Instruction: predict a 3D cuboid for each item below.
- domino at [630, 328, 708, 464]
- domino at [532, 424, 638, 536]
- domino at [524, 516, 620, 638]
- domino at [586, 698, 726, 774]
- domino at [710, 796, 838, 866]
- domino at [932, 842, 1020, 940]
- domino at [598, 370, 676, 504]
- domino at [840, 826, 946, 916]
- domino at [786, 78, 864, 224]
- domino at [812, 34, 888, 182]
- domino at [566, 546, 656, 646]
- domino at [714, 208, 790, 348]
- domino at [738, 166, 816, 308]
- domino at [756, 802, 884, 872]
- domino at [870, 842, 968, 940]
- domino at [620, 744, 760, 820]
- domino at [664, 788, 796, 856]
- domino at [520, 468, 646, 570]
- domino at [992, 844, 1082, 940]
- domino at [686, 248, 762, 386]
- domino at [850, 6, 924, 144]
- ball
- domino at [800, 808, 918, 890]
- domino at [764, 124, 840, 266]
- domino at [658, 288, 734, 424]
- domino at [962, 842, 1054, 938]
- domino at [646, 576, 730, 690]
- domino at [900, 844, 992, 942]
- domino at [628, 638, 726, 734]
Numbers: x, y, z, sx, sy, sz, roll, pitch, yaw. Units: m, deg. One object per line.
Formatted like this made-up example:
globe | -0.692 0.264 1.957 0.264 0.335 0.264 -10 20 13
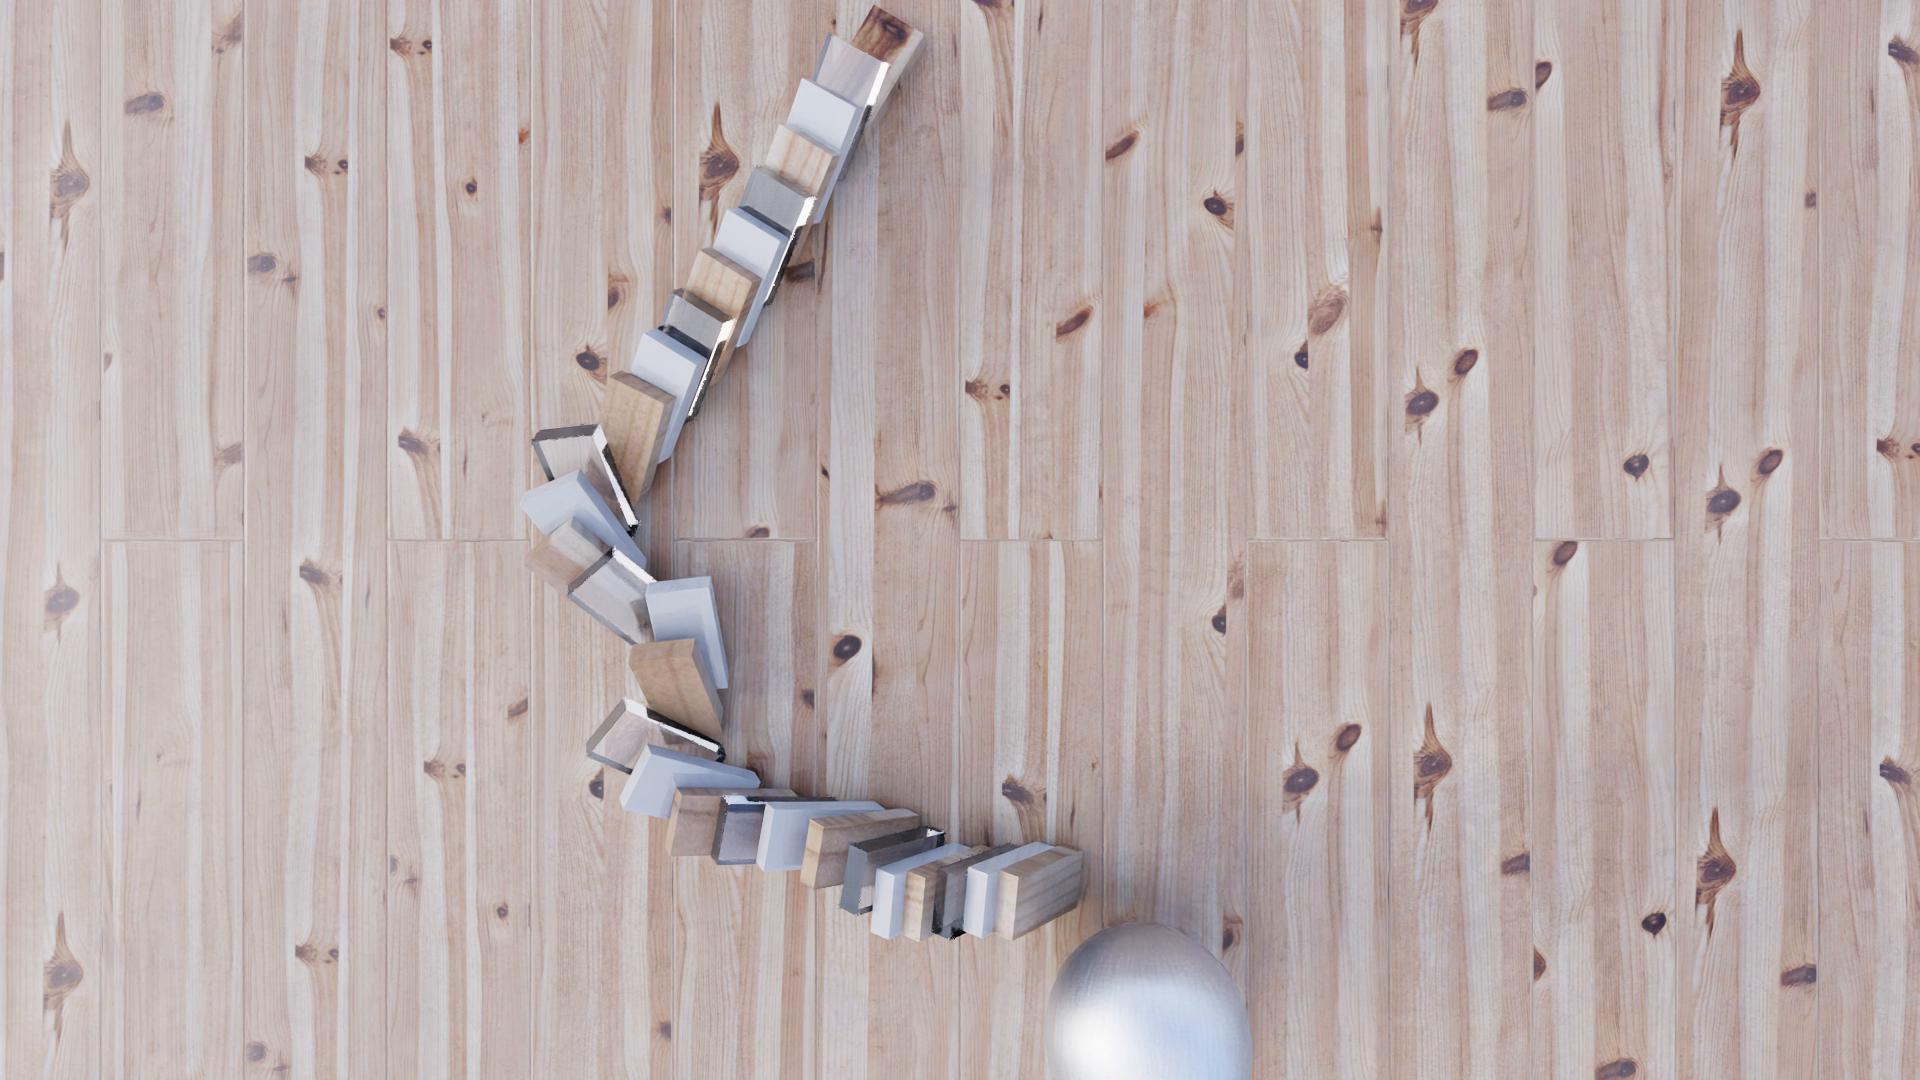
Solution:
domino | -0.127 -0.060 0.384 0.025 0.009 0.050 31 119 0
domino | -0.155 -0.023 0.381 0.025 0.010 0.050 -6 127 3
domino | -0.151 0.016 0.381 0.025 0.010 0.050 -38 123 6
domino | -0.126 0.087 0.381 0.050 0.009 0.025 38 94 -34
domino | -0.076 0.121 0.383 0.050 0.010 0.025 10 90 -32
domino | 0.009 0.144 0.377 0.010 0.050 0.025 5 90 37
domino | -0.138 -0.043 0.384 0.025 0.010 0.050 26 119 0
domino | -0.027 0.135 0.377 0.010 0.050 0.025 9 90 37
domino | -0.062 -0.162 0.384 0.025 0.009 0.050 29 117 1
domino | -0.052 -0.181 0.385 0.025 0.010 0.050 29 116 1
domino | -0.135 0.028 0.382 0.025 0.010 0.050 -40 122 3
domino | -0.093 -0.110 0.384 0.025 0.009 0.050 31 118 0
domino | -0.083 -0.127 0.384 0.025 0.010 0.050 31 118 0
domino | -0.058 0.123 0.383 0.050 0.010 0.025 10 90 -32
domino | -0.015 0.143 0.377 0.009 0.050 0.025 5 90 37
domino | -0.112 0.104 0.382 0.050 0.009 0.025 26 91 -33
domino | -0.095 0.117 0.383 0.050 0.009 0.025 11 91 -32
domino | -0.156 -0.003 0.381 0.025 0.009 0.050 -23 124 3
domino | 0.033 0.144 0.377 0.009 0.050 0.025 5 90 37
domino | -0.104 -0.093 0.384 0.025 0.010 0.050 31 118 0
domino | -0.039 -0.200 0.395 0.025 0.010 0.050 31 90 0
ball | 0.073 0.193 0.360 0.080 0.080 0.080 0 90 0
domino | -0.041 0.127 0.379 0.050 0.010 0.025 9 90 -44
domino | -0.072 -0.144 0.384 0.025 0.010 0.050 31 118 0
domino | -0.116 -0.077 0.384 0.025 0.010 0.050 31 118 0
domino | 0.021 0.143 0.377 0.009 0.050 0.025 5 90 37
domino | -0.113 0.040 0.383 0.025 0.010 0.050 -6 118 -7
domino | -0.003 0.144 0.377 0.009 0.050 0.025 5 90 37
domino | -0.116 0.062 0.380 0.025 0.010 0.050 -6 131 0
